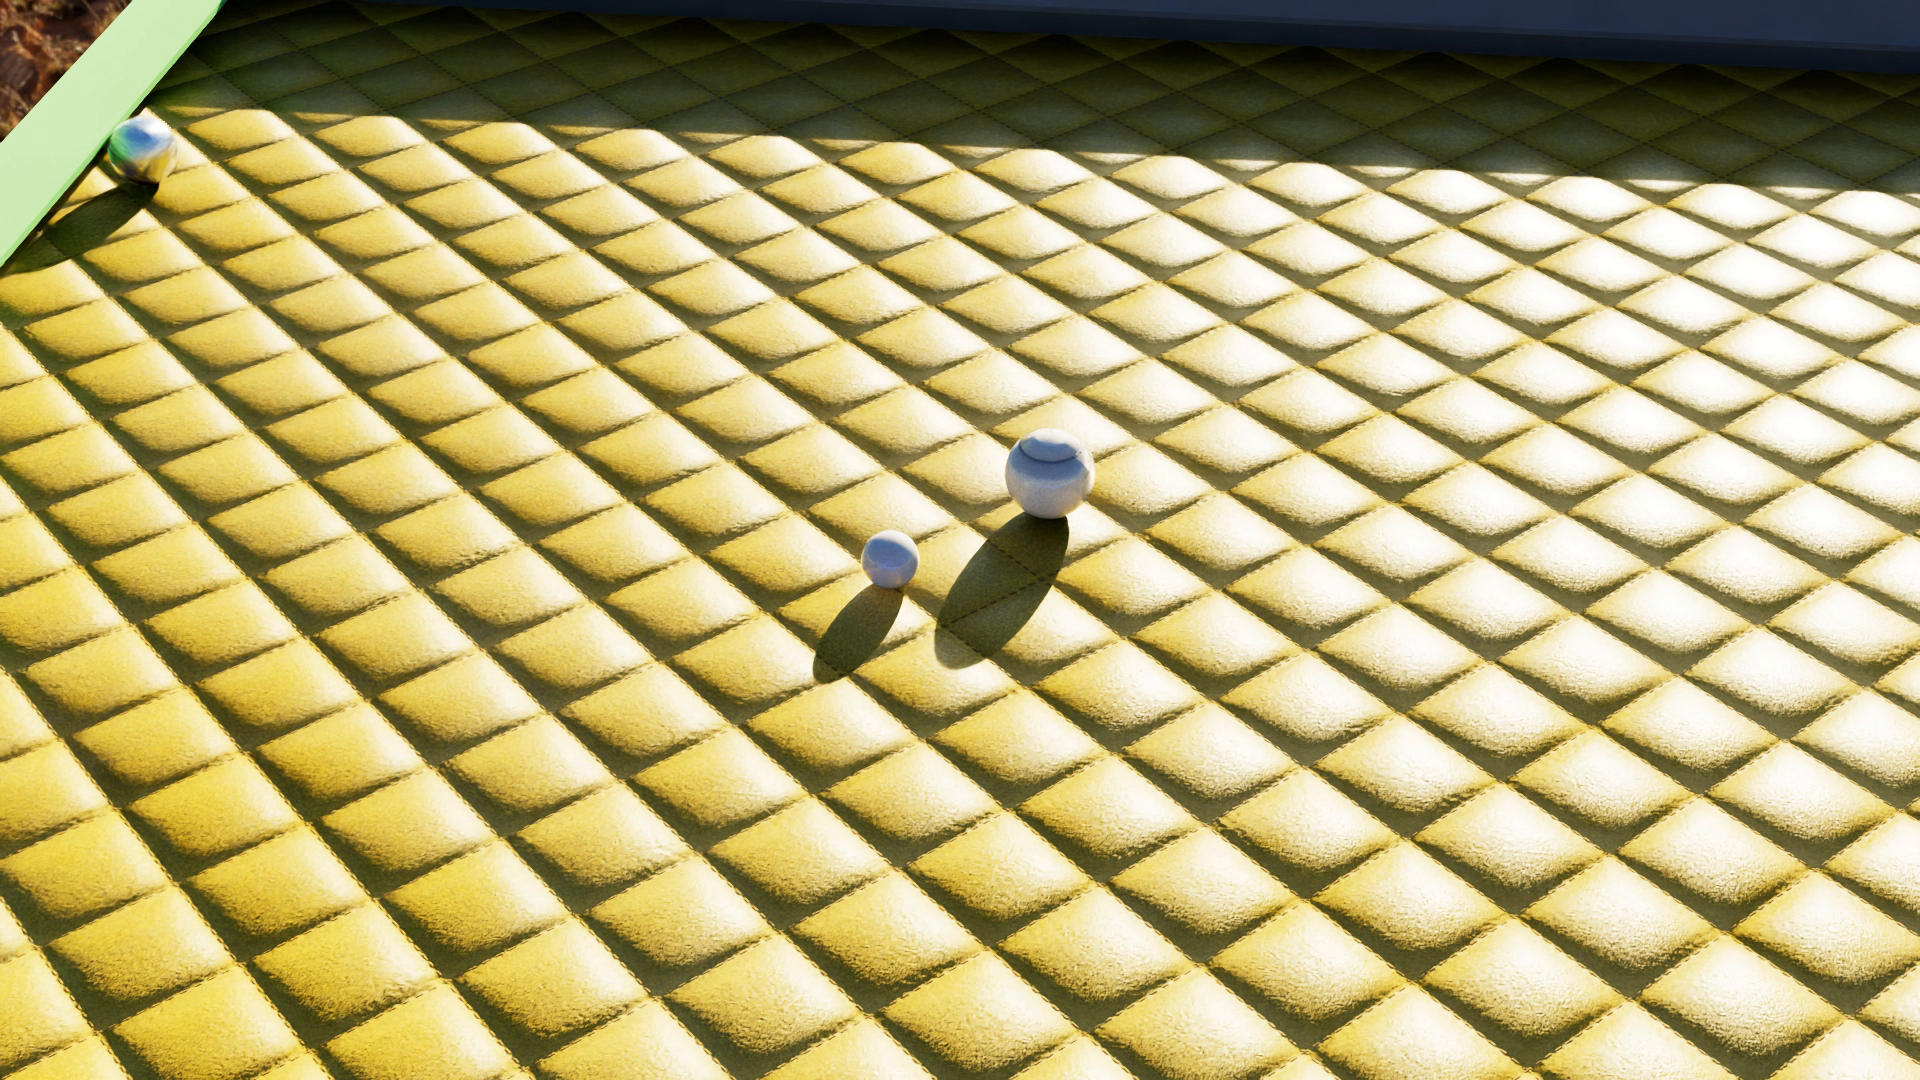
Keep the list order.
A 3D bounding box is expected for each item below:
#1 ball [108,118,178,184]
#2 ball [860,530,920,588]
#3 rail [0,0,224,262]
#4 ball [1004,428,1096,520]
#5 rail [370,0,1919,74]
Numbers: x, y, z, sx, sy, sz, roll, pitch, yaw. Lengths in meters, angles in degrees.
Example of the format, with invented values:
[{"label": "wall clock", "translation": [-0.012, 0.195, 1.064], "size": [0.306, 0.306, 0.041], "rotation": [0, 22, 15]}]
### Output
[{"label": "ball", "translation": [-0.737, -0.351, 2.314], "size": [0.060, 0.060, 0.060], "rotation": [0, 35, 0]}, {"label": "ball", "translation": [-0.049, 0.014, 1.815], "size": [0.042, 0.042, 0.042], "rotation": [0, 35, 0]}, {"label": "rail", "translation": [-0.845, -0.067, 1.886], "size": [0.045, 0.089, 1.873], "rotation": [4, 35, 5]}, {"label": "ball", "translation": [0.066, -0.049, 1.881], "size": [0.067, 0.067, 0.067], "rotation": [0, 35, 0]}, {"label": "rail", "translation": [0.970, -0.479, 2.470], "size": [3.495, 0.089, 0.045], "rotation": [4, 35, 5]}]
